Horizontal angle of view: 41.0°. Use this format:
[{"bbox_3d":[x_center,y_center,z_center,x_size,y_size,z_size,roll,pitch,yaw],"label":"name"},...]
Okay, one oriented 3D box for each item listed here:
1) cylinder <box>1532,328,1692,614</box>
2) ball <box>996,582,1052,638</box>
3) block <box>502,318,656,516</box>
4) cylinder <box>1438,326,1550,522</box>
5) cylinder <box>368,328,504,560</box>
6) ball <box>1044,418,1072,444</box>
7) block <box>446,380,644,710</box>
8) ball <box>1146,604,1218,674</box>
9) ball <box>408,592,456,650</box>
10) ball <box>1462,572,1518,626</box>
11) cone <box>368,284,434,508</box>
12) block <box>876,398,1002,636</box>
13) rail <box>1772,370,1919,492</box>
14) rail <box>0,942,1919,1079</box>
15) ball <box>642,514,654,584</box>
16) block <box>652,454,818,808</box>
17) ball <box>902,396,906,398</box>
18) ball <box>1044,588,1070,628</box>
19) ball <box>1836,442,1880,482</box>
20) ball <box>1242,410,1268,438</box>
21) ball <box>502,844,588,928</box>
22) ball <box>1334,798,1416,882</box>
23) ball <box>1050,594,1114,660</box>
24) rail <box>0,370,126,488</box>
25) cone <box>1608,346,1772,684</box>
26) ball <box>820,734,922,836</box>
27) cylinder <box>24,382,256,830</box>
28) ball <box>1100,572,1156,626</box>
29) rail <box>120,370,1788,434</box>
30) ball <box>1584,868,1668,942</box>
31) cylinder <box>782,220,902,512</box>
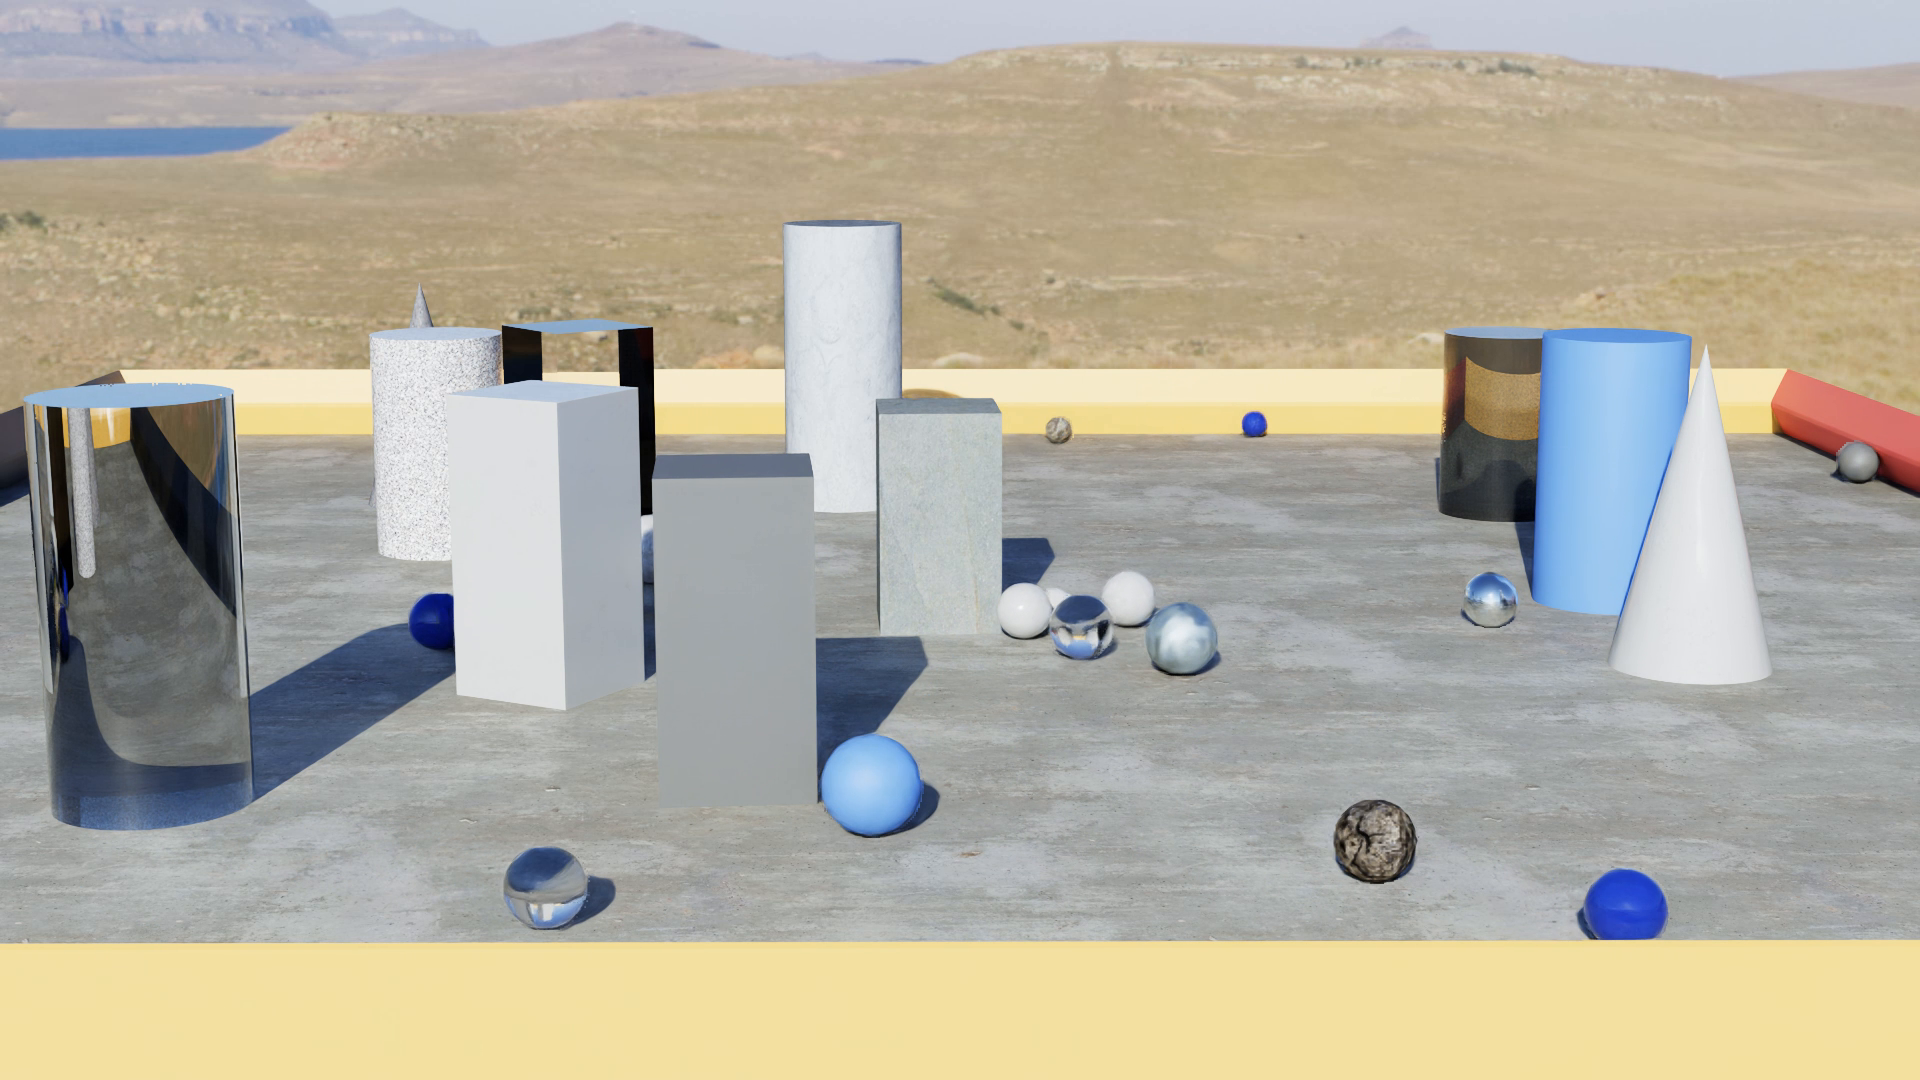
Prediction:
[{"bbox_3d":[0.888,-0.097,3.502,0.196,0.365,0.196,0,11,0],"label":"cylinder"},{"bbox_3d":[0.083,0.091,3.294,0.072,0.072,0.072,0,11,0],"label":"ball"},{"bbox_3d":[-0.547,-0.130,3.700,0.157,0.358,0.157,-8,13,-38],"label":"block"},{"bbox_3d":[0.889,-0.192,4.205,0.196,0.296,0.196,0,11,0],"label":"cylinder"},{"bbox_3d":[-0.787,-0.148,3.882,0.196,0.328,0.196,0,11,0],"label":"cylinder"},{"bbox_3d":[0.191,-0.212,4.983,0.052,0.052,0.052,0,11,0],"label":"ball"},{"bbox_3d":[-0.483,0.001,3.004,0.157,0.354,0.157,6,12,28],"label":"block"},{"bbox_3d":[0.267,0.120,3.098,0.086,0.086,0.086,0,11,0],"label":"ball"},{"bbox_3d":[-0.656,0.102,3.227,0.074,0.074,0.074,0,11,0],"label":"ball"},{"bbox_3d":[0.695,0.078,3.365,0.072,0.072,0.072,0,11,0],"label":"ball"},{"bbox_3d":[-0.897,-0.247,4.294,0.196,0.371,0.196,0,11,0],"label":"cone"},{"bbox_3d":[-0.029,-0.033,3.371,0.157,0.288,0.157,-1,11,-3],"label":"block"},{"bbox_3d":[1.637,0.031,3.458,0.045,0.127,3.391,0,11,0],"label":"rail"},{"bbox_3d":[0.010,0.338,1.805,3.322,0.127,0.045,0,11,0],"label":"rail"},{"bbox_3d":[-0.438,0.013,3.643,0.098,0.098,0.098,0,11,0],"label":"ball"},{"bbox_3d":[-0.227,0.088,2.599,0.157,0.331,0.157,-1,11,-5],"label":"block"},{"bbox_3d":[-0.120,-0.239,5.035,0.087,0.087,0.087,0,11,0],"label":"ball"},{"bbox_3d":[0.123,0.090,3.351,0.053,0.053,0.053,0,11,0],"label":"ball"},{"bbox_3d":[1.583,-0.137,4.524,0.071,0.071,0.071,0,11,0],"label":"ball"},{"bbox_3d":[0.583,-0.229,5.074,0.052,0.052,0.052,0,11,0],"label":"ball"},{"bbox_3d":[-0.354,0.296,2.189,0.071,0.071,0.071,0,11,0],"label":"ball"},{"bbox_3d":[0.375,0.271,2.317,0.074,0.074,0.074,0,11,0],"label":"ball"},{"bbox_3d":[0.151,0.107,3.181,0.080,0.080,0.080,0,11,0],"label":"ball"},{"bbox_3d":[-1.637,0.034,3.440,0.045,0.127,3.391,0,11,0],"label":"rail"},{"bbox_3d":[0.895,-0.041,3.114,0.196,0.396,0.196,0,11,0],"label":"cone"},{"bbox_3d":[-0.085,0.234,2.453,0.096,0.096,0.096,0,11,0],"label":"ball"},{"bbox_3d":[-0.806,0.061,2.529,0.196,0.410,0.196,0,11,0],"label":"cylinder"},{"bbox_3d":[0.221,0.078,3.363,0.072,0.072,0.072,0,11,0],"label":"ball"},{"bbox_3d":[-0.010,-0.272,5.093,3.322,0.127,0.045,0,11,0],"label":"rail"},{"bbox_3d":[0.554,0.307,2.138,0.067,0.067,0.067,0,11,0],"label":"ball"},{"bbox_3d":[-0.195,-0.293,4.279,0.196,0.468,0.196,0,11,0],"label":"cylinder"}]
